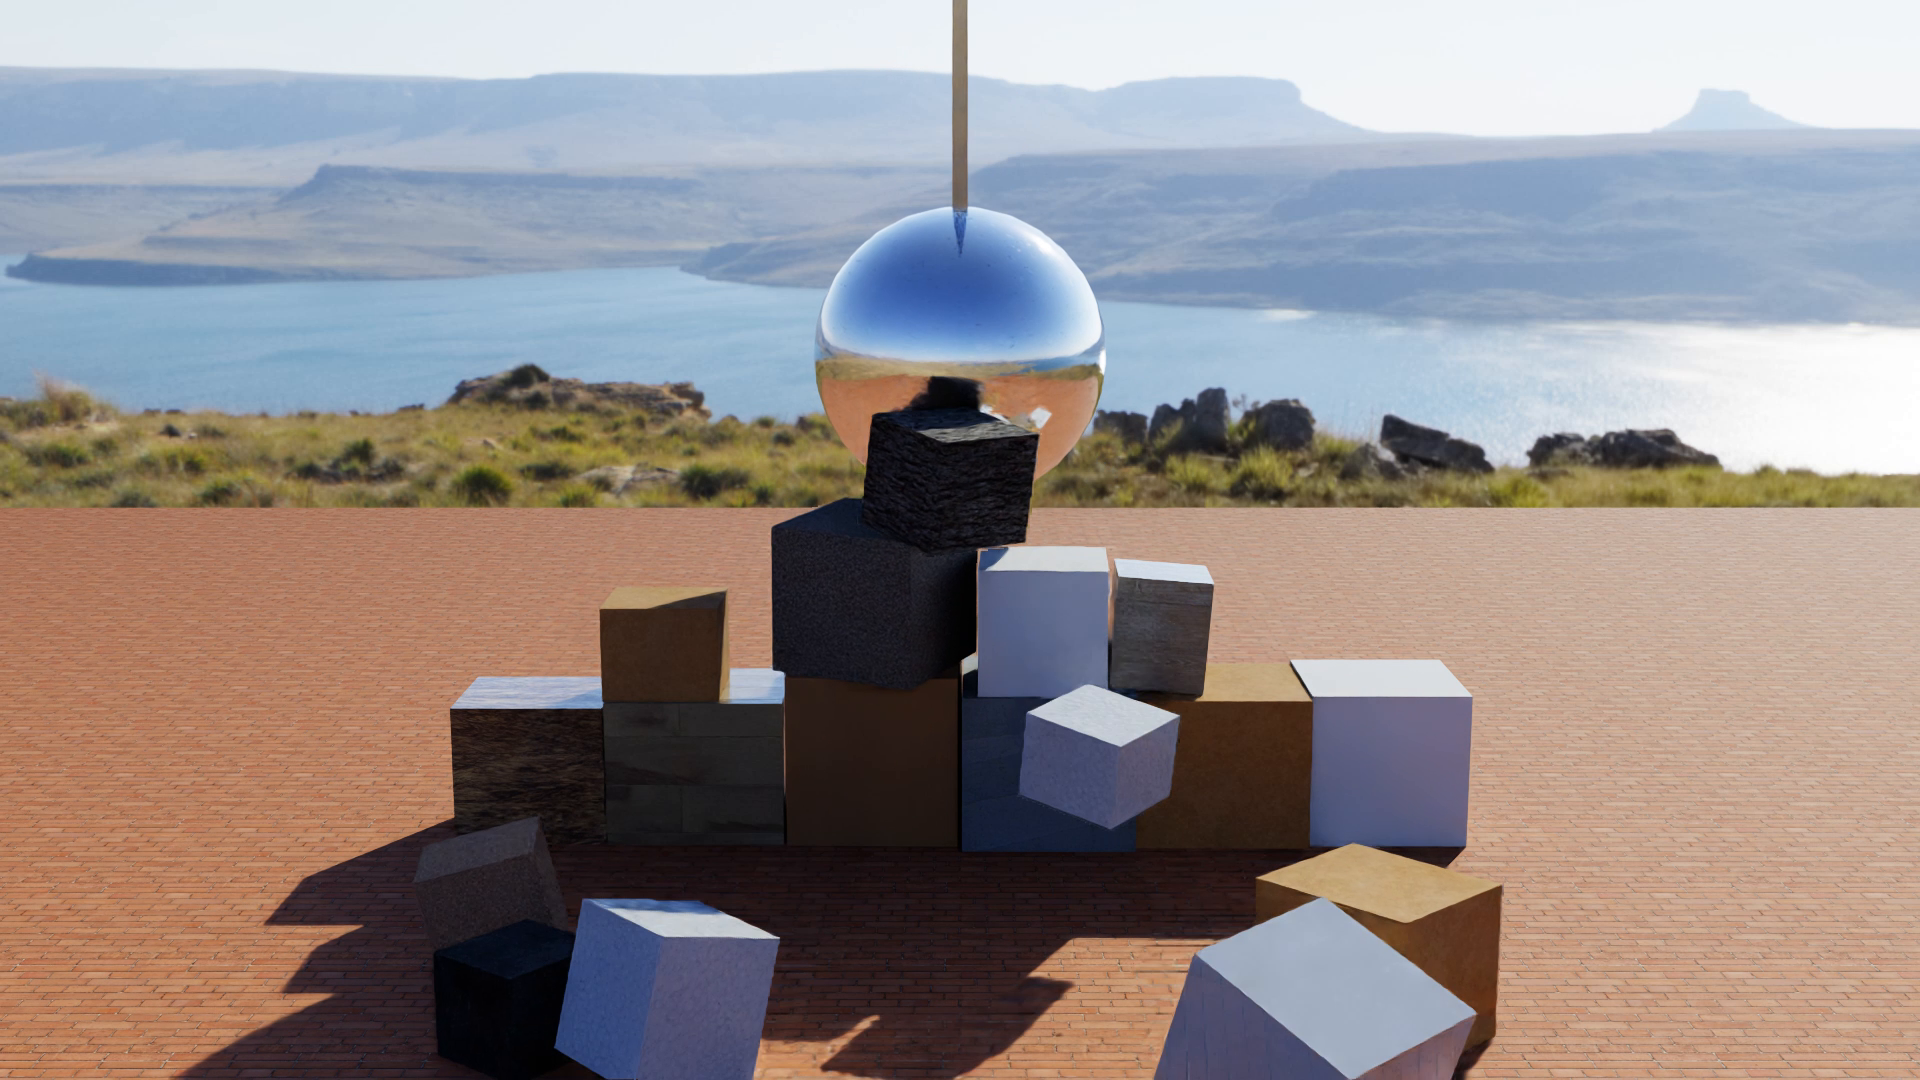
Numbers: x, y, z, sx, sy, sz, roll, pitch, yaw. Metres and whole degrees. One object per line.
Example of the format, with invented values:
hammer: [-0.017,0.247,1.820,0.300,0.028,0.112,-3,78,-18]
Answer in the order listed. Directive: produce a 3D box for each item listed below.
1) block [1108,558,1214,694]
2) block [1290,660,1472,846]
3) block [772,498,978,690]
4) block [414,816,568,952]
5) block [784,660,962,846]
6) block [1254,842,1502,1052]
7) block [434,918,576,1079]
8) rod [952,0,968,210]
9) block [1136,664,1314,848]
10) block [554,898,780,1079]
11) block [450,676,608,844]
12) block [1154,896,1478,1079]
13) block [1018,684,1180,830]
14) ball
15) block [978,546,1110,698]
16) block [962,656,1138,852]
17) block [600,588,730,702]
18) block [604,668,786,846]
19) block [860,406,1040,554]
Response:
block: [1.010,0.437,11.213,0.475,0.569,0.476,5,10,0]
block: [2.154,1.091,11.393,0.794,0.778,0.787,0,10,0]
block: [-0.423,0.255,11.129,0.769,0.740,0.775,7,15,24]
block: [-1.990,1.541,9.375,0.507,0.494,0.455,-14,14,-5]
block: [-0.431,1.046,11.368,0.861,0.871,0.748,0,11,2]
block: [1.647,1.653,8.710,0.636,0.632,0.715,-10,14,-43]
block: [-1.707,1.788,8.552,0.452,0.423,0.471,8,13,37]
rod: [0.000,-4.210,10.845,0.080,5.200,0.080,0,20,0]
block: [1.318,1.102,11.371,0.874,0.763,0.801,0,10,0]
block: [-1.101,1.703,8.262,0.535,0.578,0.543,10,1,-42]
block: [-2.169,1.130,11.373,0.760,0.707,0.656,0,10,0]
block: [1.191,1.755,7.486,0.689,0.636,0.691,-13,37,-41]
block: [0.631,0.972,9.958,0.501,0.400,0.498,18,22,33]
ball: [0.000,-1.009,11.990,1.600,1.600,1.600,0,10,0]
block: [0.421,0.407,11.132,0.641,0.639,0.652,0,10,2]
block: [0.447,1.090,11.364,0.868,0.789,0.896,0,10,0]
block: [-1.500,0.527,11.230,0.584,0.473,0.536,0,10,0]
block: [-1.334,1.112,11.396,0.891,0.736,0.747,0,10,0]
block: [-0.054,-0.299,10.708,0.605,0.549,0.545,-7,21,-40]
